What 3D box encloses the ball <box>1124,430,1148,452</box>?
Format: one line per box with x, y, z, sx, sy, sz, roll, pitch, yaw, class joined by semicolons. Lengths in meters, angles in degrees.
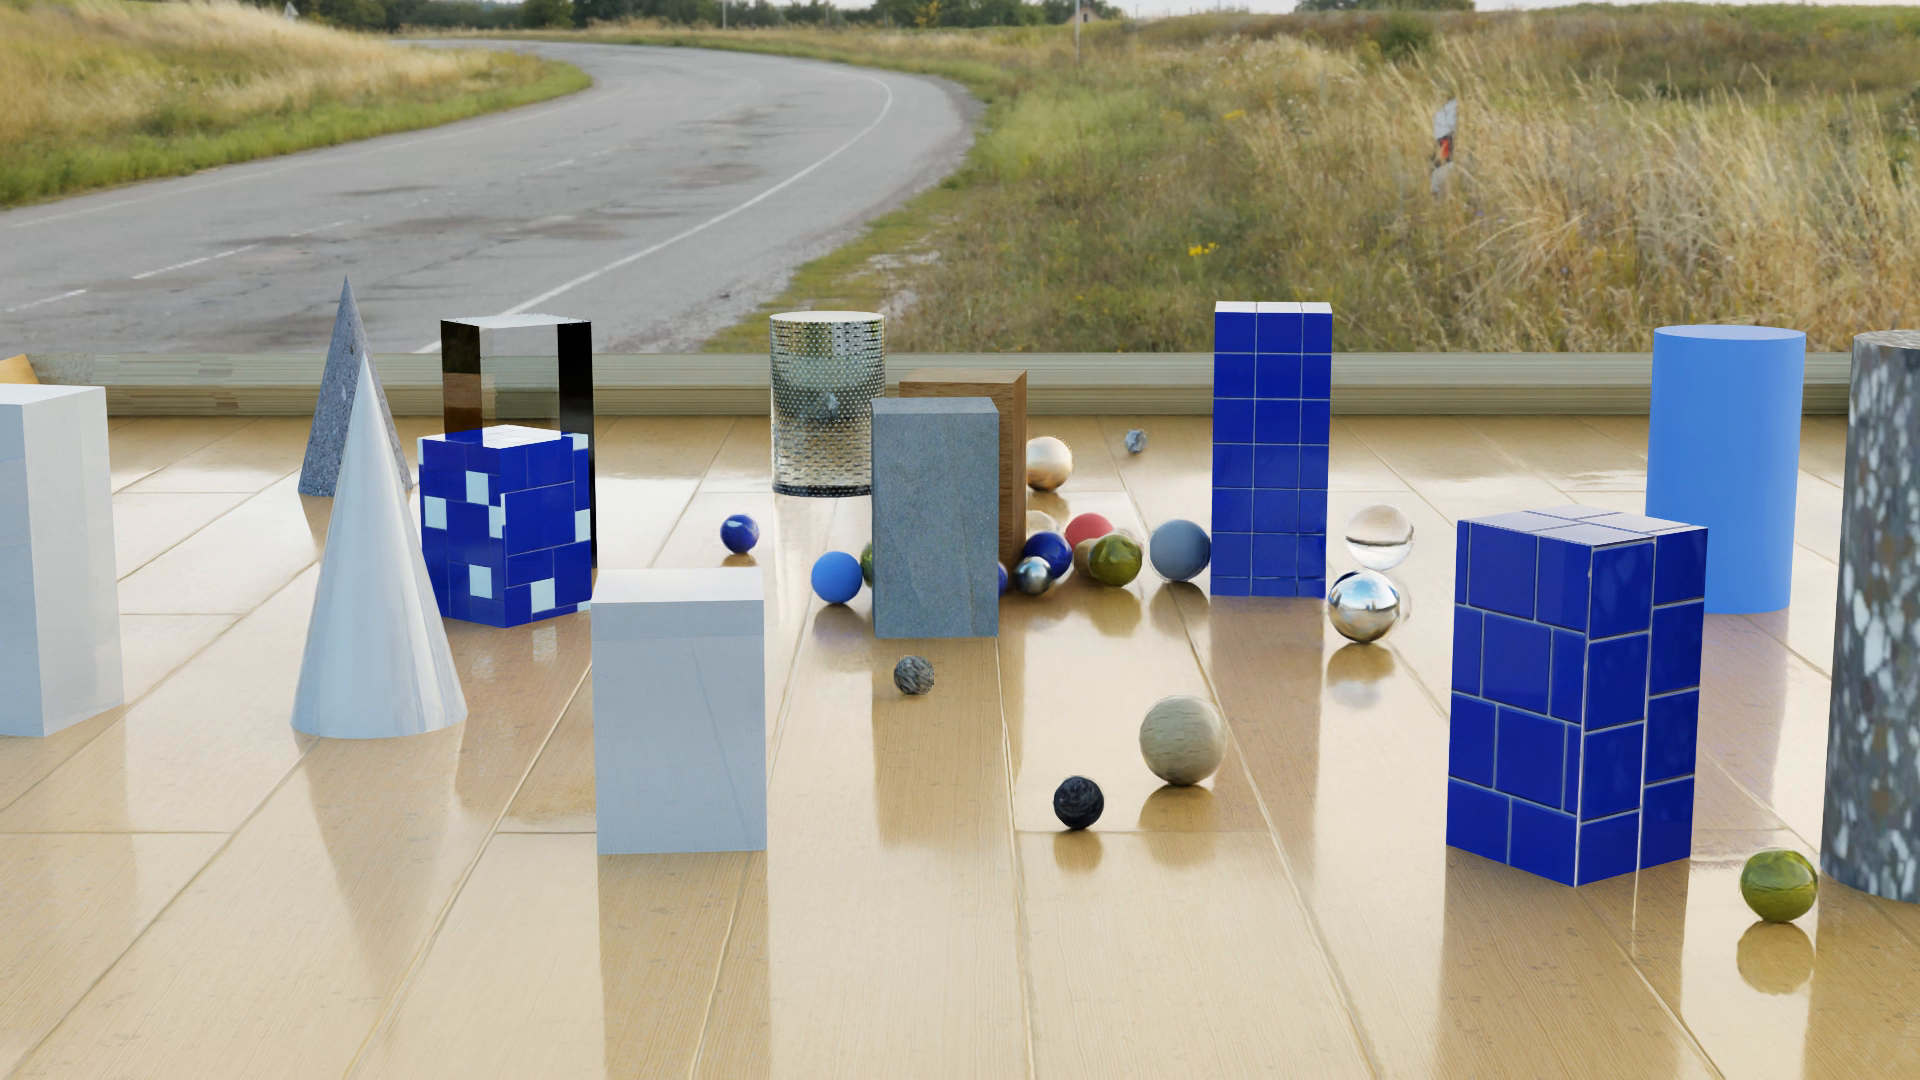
0.336;-0.188;4.882;0.044;0.044;0.044;0;10;0;ball

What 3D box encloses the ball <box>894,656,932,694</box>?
-0.055;0.159;3.006;0.045;0.045;0.045;0;10;0;ball

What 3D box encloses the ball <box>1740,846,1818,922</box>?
0.705;0.296;2.209;0.065;0.065;0.065;0;10;0;ball

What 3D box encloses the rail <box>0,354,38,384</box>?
-1.930;0.035;3.438;0.045;0.129;3.988;0;10;0;rail

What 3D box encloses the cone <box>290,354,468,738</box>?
-0.658;-0.005;2.871;0.198;0.417;0.198;0;10;0;cone

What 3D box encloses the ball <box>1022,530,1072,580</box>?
0.125;0.022;3.670;0.072;0.072;0.072;0;10;0;ball

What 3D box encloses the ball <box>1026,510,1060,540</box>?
0.106;-0.001;3.760;0.086;0.086;0.086;0;10;0;ball

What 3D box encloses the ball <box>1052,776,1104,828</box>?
0.114;0.254;2.479;0.050;0.050;0.050;0;10;0;ball

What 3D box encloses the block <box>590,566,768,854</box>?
-0.267;0.160;2.461;0.159;0.240;0.159;-1;11;-5;block

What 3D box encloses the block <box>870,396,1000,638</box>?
-0.034;-0.032;3.360;0.159;0.291;0.159;-1;11;-3;block

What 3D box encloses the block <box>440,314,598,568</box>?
-0.644;-0.140;3.747;0.159;0.362;0.159;-8;13;-38;block

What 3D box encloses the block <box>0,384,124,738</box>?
-1.063;0.018;2.878;0.159;0.368;0.159;3;11;14;block

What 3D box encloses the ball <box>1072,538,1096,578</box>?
0.190;0.026;3.690;0.057;0.057;0.057;0;10;0;ball

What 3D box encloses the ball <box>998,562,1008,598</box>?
0.036;0.055;3.520;0.061;0.061;0.061;0;10;0;ball

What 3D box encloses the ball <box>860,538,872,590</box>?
-0.089;0.033;3.537;0.098;0.098;0.098;0;10;0;ball

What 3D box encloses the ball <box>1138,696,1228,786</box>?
0.229;0.205;2.628;0.091;0.091;0.091;0;10;0;ball

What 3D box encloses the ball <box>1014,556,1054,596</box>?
0.102;0.050;3.565;0.056;0.056;0.056;0;10;0;ball

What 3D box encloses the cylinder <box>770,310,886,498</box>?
-0.229;-0.237;4.446;0.198;0.300;0.198;0;10;0;cylinder

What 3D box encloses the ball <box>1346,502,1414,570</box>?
0.612;-0.005;3.740;0.099;0.099;0.099;0;10;0;ball

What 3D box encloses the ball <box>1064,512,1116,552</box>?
0.193;-0.002;3.785;0.078;0.078;0.078;0;10;0;ball

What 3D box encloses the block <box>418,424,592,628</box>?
-0.611;-0.021;3.449;0.159;0.238;0.159;8;13;37;block

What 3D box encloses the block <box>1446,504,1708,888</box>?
0.571;0.138;2.384;0.159;0.312;0.159;-7;13;-34;block

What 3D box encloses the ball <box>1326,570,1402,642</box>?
0.516;0.084;3.275;0.094;0.094;0.094;0;10;0;ball

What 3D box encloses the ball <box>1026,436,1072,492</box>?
0.147;-0.132;4.435;0.096;0.096;0.096;0;10;0;ball

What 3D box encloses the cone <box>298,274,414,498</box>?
-1.055;-0.276;4.446;0.198;0.376;0.198;0;10;0;cone

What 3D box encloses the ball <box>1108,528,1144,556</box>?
0.235;0.015;3.731;0.064;0.064;0.064;0;10;0;ball

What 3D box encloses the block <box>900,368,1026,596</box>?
0.006;-0.085;3.633;0.159;0.297;0.159;1;11;8;block

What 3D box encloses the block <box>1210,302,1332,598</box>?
0.436;-0.130;3.606;0.159;0.395;0.159;1;11;6;block

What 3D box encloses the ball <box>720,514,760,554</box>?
-0.333;-0.010;3.879;0.060;0.060;0.060;0;10;0;ball

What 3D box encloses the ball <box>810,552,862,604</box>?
-0.169;0.051;3.513;0.072;0.072;0.072;0;10;0;ball

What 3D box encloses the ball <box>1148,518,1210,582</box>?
0.315;0.014;3.665;0.089;0.089;0.089;0;10;0;ball

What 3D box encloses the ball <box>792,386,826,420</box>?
-0.315;-0.285;5.345;0.067;0.067;0.067;0;10;0;ball

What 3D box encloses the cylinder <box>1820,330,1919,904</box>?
0.890;0.065;2.299;0.198;0.487;0.198;0;10;0;cylinder

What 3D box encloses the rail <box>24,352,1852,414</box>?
-0.011;-0.325;5.386;3.908;0.129;0.045;0;10;0;rail

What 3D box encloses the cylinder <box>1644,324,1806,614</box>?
1.044;-0.100;3.514;0.198;0.370;0.198;0;10;0;cylinder

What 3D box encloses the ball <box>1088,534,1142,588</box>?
0.219;0.029;3.622;0.077;0.077;0.077;0;10;0;ball
